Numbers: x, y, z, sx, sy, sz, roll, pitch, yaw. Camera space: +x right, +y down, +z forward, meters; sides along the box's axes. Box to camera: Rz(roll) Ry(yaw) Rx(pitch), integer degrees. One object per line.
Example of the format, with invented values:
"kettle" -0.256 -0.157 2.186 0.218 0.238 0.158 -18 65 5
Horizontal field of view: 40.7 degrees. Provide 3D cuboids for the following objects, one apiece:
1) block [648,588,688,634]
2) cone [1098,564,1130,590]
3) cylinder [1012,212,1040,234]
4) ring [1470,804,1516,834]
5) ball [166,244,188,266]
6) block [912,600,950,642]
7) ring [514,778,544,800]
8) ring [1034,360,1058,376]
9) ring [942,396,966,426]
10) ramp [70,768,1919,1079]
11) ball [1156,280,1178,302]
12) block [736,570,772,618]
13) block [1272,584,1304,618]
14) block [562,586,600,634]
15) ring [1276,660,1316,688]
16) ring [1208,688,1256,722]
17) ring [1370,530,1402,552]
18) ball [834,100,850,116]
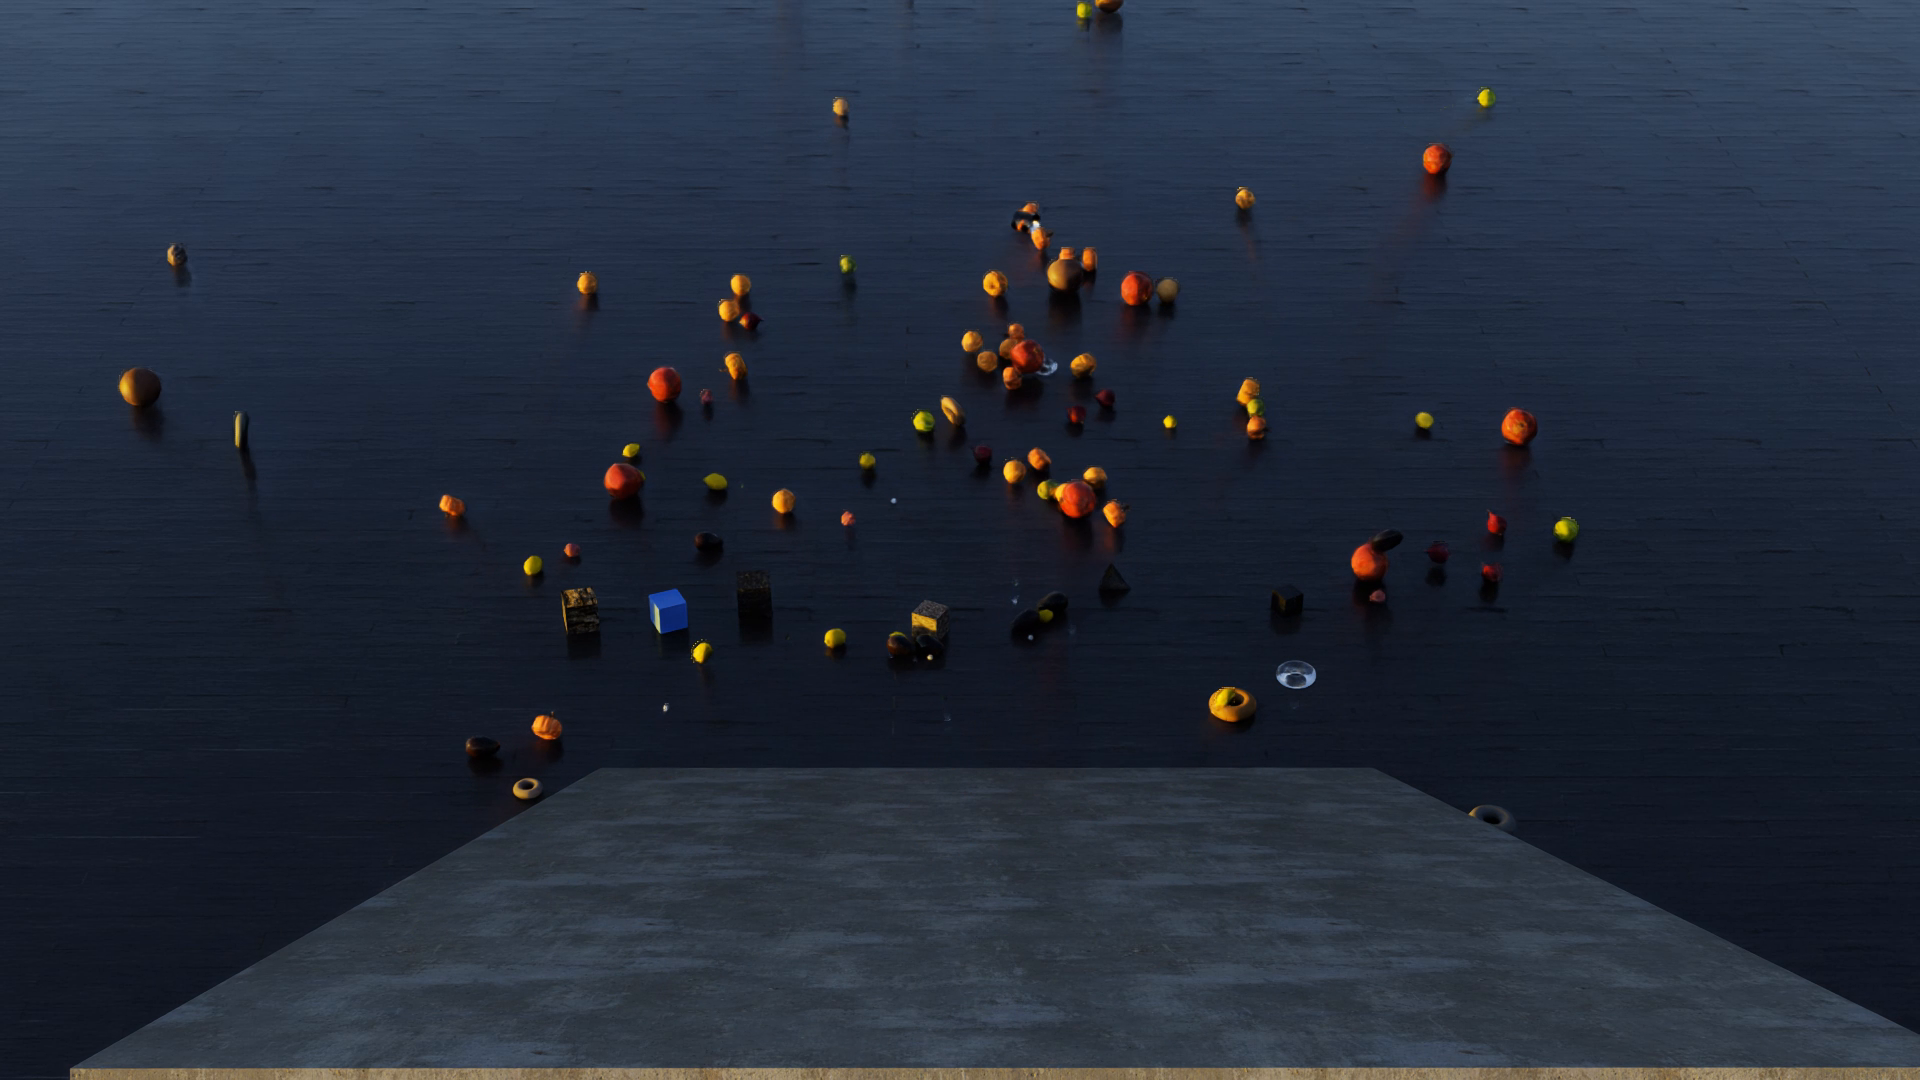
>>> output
"block" -0.834 0.204 7.414 0.084 0.084 0.084 -14 34 -21
"cone" 0.464 0.125 7.586 0.085 0.085 0.085 26 31 -8
"cylinder" 0.246 -1.188 9.687 0.076 0.076 0.076 10 32 33
"ring" 1.357 0.721 6.614 0.122 0.041 0.122 1 31 -1
"ball" -2.853 -1.037 9.443 0.077 0.077 0.077 0 32 0
"block" -0.083 0.231 7.374 0.079 0.079 0.079 15 35 23
"ring" -1.125 0.648 6.746 0.078 0.026 0.078 -1 30 0
"ring" 0.291 -0.583 8.744 0.078 0.026 0.078 -9 34 6
"ring" -0.021 -0.419 8.412 0.035 0.106 0.106 -38 44 -18
"ramp" 0.070 0.620 4.703 2.000 0.100 4.000 0 -1 0
"ball" 0.735 -0.883 9.189 0.081 0.081 0.081 0 32 0
"block" -0.595 0.155 7.482 0.097 0.097 0.097 -3 32 -5
"block" 0.945 0.176 7.478 0.063 0.063 0.063 -17 35 -25
"block" -1.086 0.202 7.409 0.092 0.092 0.092 -8 32 -12
"ring" 0.932 0.373 7.184 0.111 0.037 0.111 -1 32 1
"ring" 0.743 0.448 7.056 0.130 0.043 0.130 -1 33 0
"ring" 1.244 0.001 7.554 0.098 0.098 0.033 -10 64 -16
"ball" -0.487 -1.782 10.667 0.067 0.067 0.067 0 32 0
